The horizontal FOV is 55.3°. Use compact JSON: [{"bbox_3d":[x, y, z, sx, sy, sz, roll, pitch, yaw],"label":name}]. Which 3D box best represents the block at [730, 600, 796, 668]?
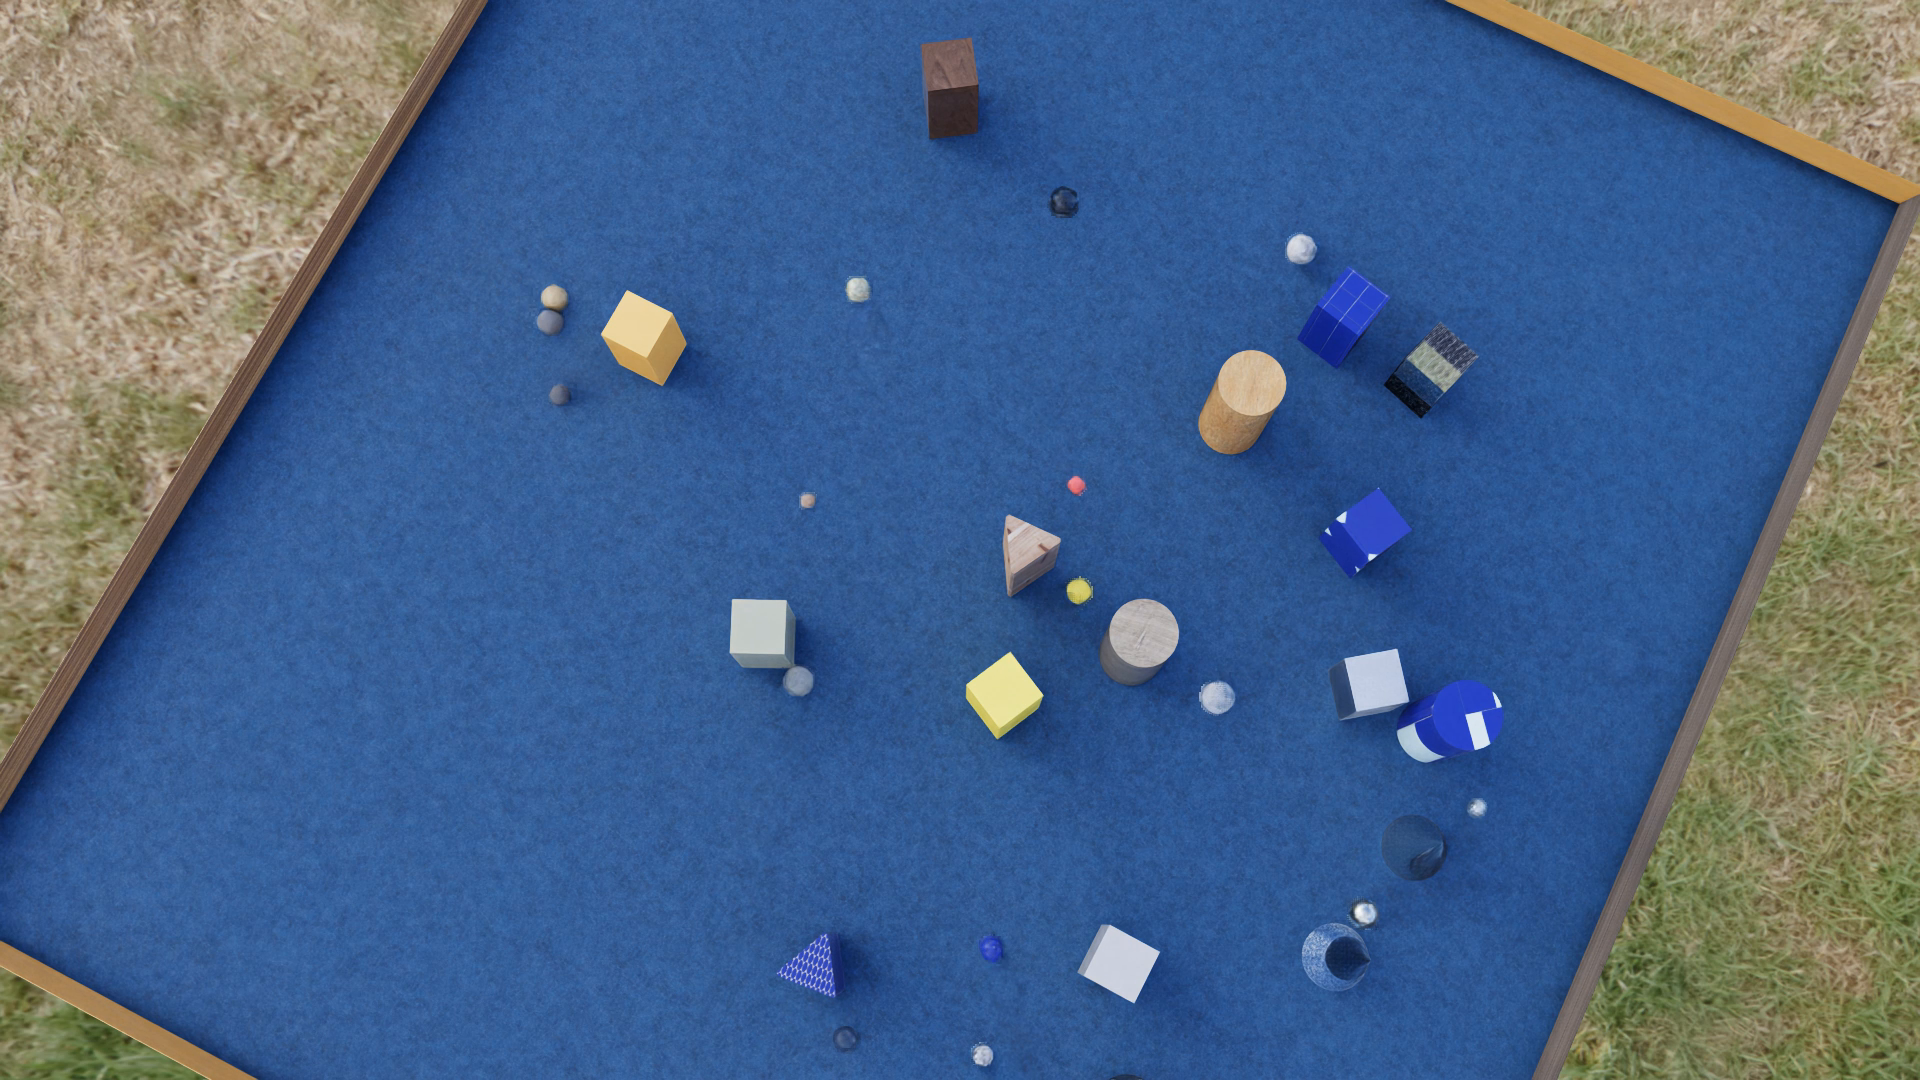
[{"bbox_3d":[-0.578,0.279,5.400,0.156,0.310,0.156,1,78,0],"label":"block"}]

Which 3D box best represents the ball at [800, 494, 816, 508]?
[{"bbox_3d":[-0.466,-0.119,5.618,0.045,0.045,0.045,0,78,0],"label":"ball"}]

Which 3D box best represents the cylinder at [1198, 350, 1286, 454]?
[{"bbox_3d":[0.838,-0.405,5.472,0.195,0.447,0.195,0,78,0],"label":"cylinder"}]

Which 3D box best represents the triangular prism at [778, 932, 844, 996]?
[{"bbox_3d":[-0.388,1.174,5.152,0.169,0.435,0.146,21,79,4],"label":"triangular prism"}]

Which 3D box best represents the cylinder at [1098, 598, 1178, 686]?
[{"bbox_3d":[0.517,0.302,5.345,0.195,0.408,0.195,0,78,0],"label":"cylinder"}]

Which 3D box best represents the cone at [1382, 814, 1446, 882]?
[{"bbox_3d":[1.345,0.877,5.263,0.195,0.337,0.195,0,78,0],"label":"cone"}]

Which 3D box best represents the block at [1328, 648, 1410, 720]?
[{"bbox_3d":[1.201,0.429,5.401,0.156,0.249,0.156,-10,78,-2],"label":"block"}]

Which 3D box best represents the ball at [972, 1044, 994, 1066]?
[{"bbox_3d":[0.066,1.485,5.279,0.060,0.060,0.060,0,78,0],"label":"ball"}]

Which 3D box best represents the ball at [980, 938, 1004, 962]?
[{"bbox_3d":[0.092,1.192,5.334,0.071,0.071,0.071,0,78,0],"label":"ball"}]

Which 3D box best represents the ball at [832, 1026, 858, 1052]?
[{"bbox_3d":[-0.330,1.439,5.282,0.073,0.073,0.073,0,78,0],"label":"ball"}]

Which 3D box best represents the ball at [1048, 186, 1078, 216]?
[{"bbox_3d":[0.328,-1.069,5.790,0.094,0.094,0.094,0,78,0],"label":"ball"}]

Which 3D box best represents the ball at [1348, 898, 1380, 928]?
[{"bbox_3d":[1.179,1.091,5.347,0.086,0.086,0.086,0,78,0],"label":"ball"}]

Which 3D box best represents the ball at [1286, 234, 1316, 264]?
[{"bbox_3d":[1.073,-0.913,5.758,0.093,0.093,0.093,0,78,0],"label":"ball"}]

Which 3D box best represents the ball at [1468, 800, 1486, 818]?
[{"bbox_3d":[1.529,0.797,5.424,0.055,0.055,0.055,0,78,0],"label":"ball"}]

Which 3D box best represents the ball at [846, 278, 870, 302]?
[{"bbox_3d":[-0.319,-0.783,5.739,0.078,0.078,0.078,0,78,0],"label":"ball"}]

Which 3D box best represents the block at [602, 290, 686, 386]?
[{"bbox_3d":[-0.961,-0.612,5.592,0.156,0.297,0.156,27,80,5],"label":"block"}]

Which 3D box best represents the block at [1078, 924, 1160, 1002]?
[{"bbox_3d":[0.448,1.202,5.212,0.156,0.305,0.156,28,80,5],"label":"block"}]

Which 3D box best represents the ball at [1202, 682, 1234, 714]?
[{"bbox_3d":[0.771,0.470,5.470,0.097,0.097,0.097,0,78,0],"label":"ball"}]

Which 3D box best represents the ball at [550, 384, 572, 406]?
[{"bbox_3d":[-1.238,-0.449,5.677,0.064,0.064,0.064,0,78,0],"label":"ball"}]

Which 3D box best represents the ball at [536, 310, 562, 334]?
[{"bbox_3d":[-1.280,-0.680,5.717,0.079,0.079,0.079,0,78,0],"label":"ball"}]

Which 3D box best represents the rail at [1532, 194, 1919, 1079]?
[{"bbox_3d":[1.952,0.963,5.352,0.045,0.127,4.688,26,80,5],"label":"rail"}]

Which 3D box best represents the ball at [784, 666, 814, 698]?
[{"bbox_3d":[-0.483,0.424,5.482,0.092,0.092,0.092,0,78,0],"label":"ball"}]

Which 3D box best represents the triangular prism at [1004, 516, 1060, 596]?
[{"bbox_3d":[0.177,0.027,5.414,0.169,0.386,0.146,-34,80,-7],"label":"triangular prism"}]

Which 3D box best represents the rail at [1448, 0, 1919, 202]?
[{"bbox_3d":[1.038,-2.026,5.970,4.413,0.127,0.045,26,80,5],"label":"rail"}]

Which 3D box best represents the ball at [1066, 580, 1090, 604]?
[{"bbox_3d":[0.359,0.155,5.547,0.074,0.074,0.074,0,78,0],"label":"ball"}]

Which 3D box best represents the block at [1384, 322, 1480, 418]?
[{"bbox_3d":[1.431,-0.514,5.576,0.156,0.288,0.156,44,82,8],"label":"block"}]

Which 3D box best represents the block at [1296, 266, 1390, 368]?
[{"bbox_3d":[1.166,-0.675,5.587,0.156,0.332,0.156,39,81,7],"label":"block"}]

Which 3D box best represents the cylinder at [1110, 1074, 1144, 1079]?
[{"bbox_3d":[0.481,1.595,5.063,0.195,0.438,0.195,0,78,0],"label":"cylinder"}]

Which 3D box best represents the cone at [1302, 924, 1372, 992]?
[{"bbox_3d":[1.098,1.172,5.128,0.195,0.482,0.195,0,78,0],"label":"cone"}]

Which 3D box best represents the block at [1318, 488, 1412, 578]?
[{"bbox_3d":[1.207,-0.018,5.476,0.156,0.283,0.156,-35,80,-7],"label":"block"}]

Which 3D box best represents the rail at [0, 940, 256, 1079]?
[{"bbox_3d":[-1.038,2.039,5.129,4.413,0.127,0.045,26,80,5],"label":"rail"}]

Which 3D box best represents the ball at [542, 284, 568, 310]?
[{"bbox_3d":[-1.269,-0.758,5.732,0.081,0.081,0.081,0,78,0],"label":"ball"}]

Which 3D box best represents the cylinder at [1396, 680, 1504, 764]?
[{"bbox_3d":[1.408,0.529,5.288,0.195,0.430,0.195,0,78,0],"label":"cylinder"}]

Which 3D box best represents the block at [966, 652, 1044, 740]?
[{"bbox_3d":[0.127,0.458,5.355,0.156,0.327,0.156,-36,81,-7],"label":"block"}]

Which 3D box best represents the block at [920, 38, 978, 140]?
[{"bbox_3d":[-0.031,-1.408,5.730,0.156,0.349,0.156,-8,78,-2],"label":"block"}]

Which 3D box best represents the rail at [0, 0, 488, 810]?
[{"bbox_3d":[-1.952,-0.949,5.747,0.045,0.127,4.688,26,80,5],"label":"rail"}]

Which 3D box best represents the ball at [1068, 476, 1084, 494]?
[{"bbox_3d":[0.356,-0.168,5.625,0.052,0.052,0.052,0,78,0],"label":"ball"}]
